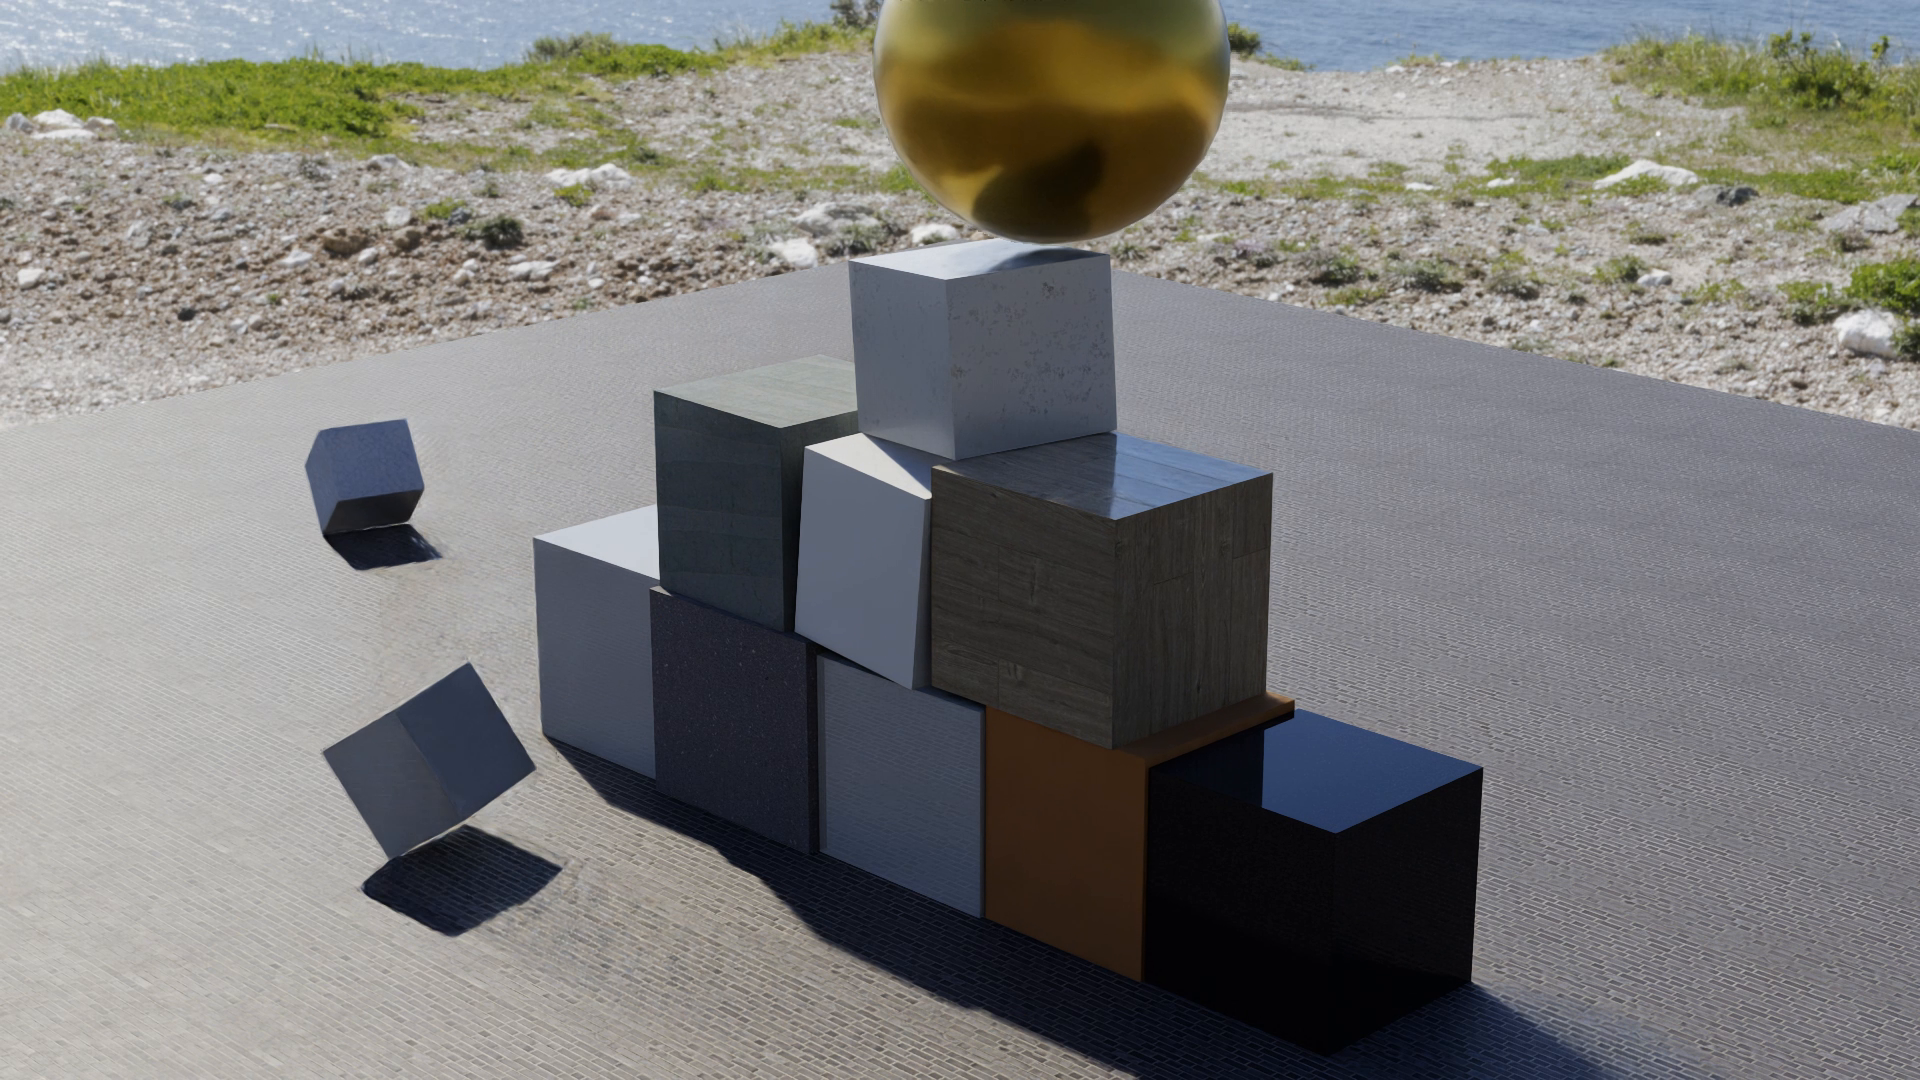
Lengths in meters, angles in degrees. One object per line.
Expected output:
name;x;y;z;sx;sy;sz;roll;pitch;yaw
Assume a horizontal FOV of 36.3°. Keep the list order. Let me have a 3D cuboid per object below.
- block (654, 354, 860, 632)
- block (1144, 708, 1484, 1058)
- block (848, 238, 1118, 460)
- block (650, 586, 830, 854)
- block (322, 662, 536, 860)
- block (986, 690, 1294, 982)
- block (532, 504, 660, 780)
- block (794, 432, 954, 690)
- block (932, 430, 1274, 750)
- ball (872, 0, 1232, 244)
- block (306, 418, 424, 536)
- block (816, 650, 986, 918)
block;-0.751;-0.248;14.033;1.040;0.976;0.936;-16;23;-41
block;1.473;1.403;12.259;0.983;0.972;0.971;-17;24;-42
block;0.100;-0.879;13.186;0.857;0.791;0.836;-12;16;-30
block;-0.692;0.728;14.293;1.153;1.041;1.124;-17;24;-42
block;-2.467;1.026;13.645;0.564;0.595;0.559;-28;5;37
block;0.785;1.185;12.882;0.918;1.015;0.982;17;24;42
block;-1.451;0.490;15.011;1.006;1.064;1.005;16;24;42
block;-0.152;0.035;13.347;0.849;0.905;0.788;-16;29;-42
block;0.608;0.176;12.732;0.992;1.001;1.080;-16;24;-42
ball;0.410;-2.125;13.104;1.600;1.600;1.600;0;17;0
block;-3.738;-0.397;18.406;0.551;0.487;0.539;-9;-19;-26
block;0.091;0.990;13.570;1.062;0.975;1.051;-17;24;-42
